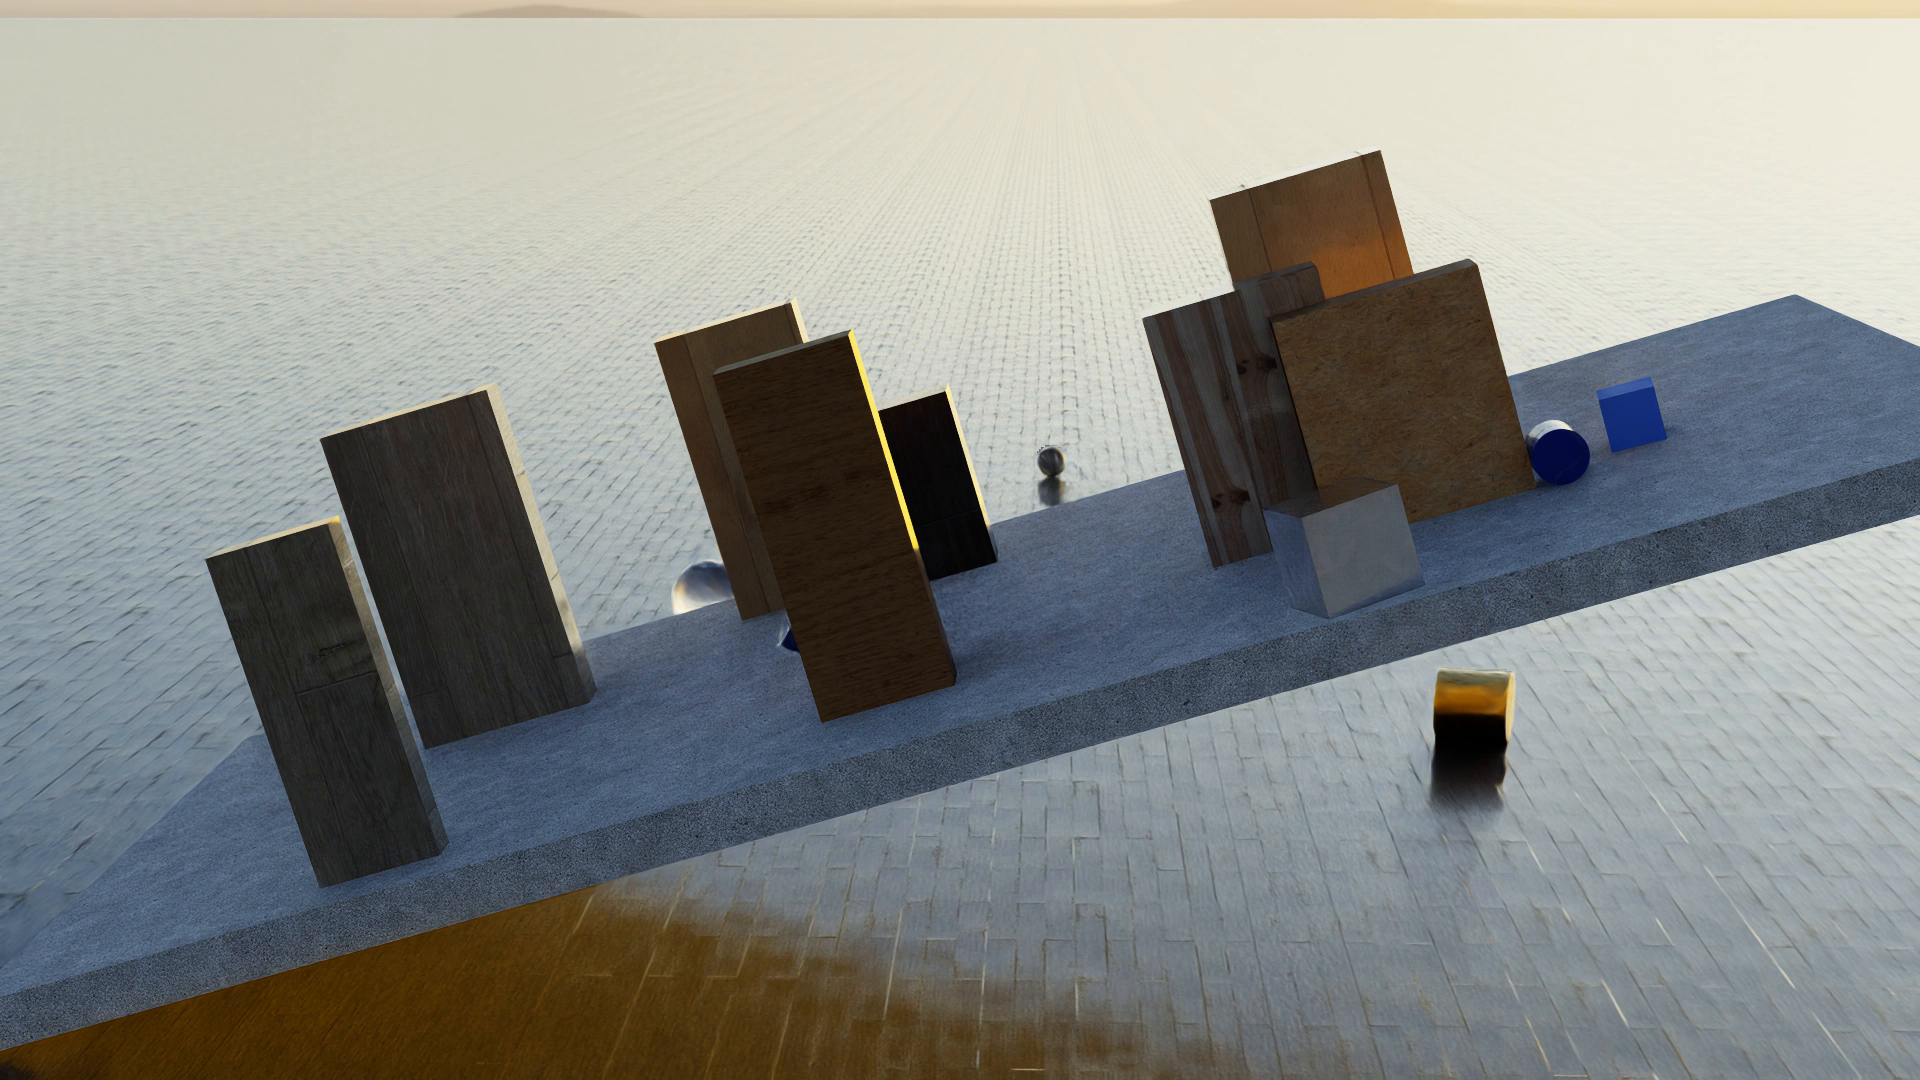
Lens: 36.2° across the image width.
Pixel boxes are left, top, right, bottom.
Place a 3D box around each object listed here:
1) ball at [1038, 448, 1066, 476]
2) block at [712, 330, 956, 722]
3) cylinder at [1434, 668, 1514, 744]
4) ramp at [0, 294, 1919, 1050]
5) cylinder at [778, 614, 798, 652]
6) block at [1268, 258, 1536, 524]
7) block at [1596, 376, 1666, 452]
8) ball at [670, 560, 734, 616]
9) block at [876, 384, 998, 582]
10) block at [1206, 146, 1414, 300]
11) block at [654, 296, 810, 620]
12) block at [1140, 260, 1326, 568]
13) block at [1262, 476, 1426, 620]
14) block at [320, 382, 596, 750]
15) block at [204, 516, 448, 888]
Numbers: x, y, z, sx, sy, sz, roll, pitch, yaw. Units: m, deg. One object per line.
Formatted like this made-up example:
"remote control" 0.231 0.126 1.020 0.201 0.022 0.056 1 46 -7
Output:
"ball" 0.372 -0.316 11.942 0.118 0.118 0.118 0 11 0
"block" -0.238 -0.026 5.679 0.271 0.707 0.106 -16 10 5
"cylinder" 1.363 0.439 7.793 0.189 0.189 0.189 3 11 17
"ramp" 0.091 0.187 6.319 4.000 0.100 2.000 -16 10 5
"cylinder" -0.236 0.153 5.926 0.201 0.201 0.201 21 8 -8
"block" 0.885 -0.277 5.901 0.418 0.465 0.129 -16 10 5
"block" 1.371 -0.256 6.007 0.112 0.112 0.112 -15 10 13
"ball" -0.635 0.150 7.475 0.198 0.198 0.198 0 11 0
"block" -0.103 -0.120 6.829 0.274 0.415 0.143 -16 10 5
"block" 0.814 -0.466 6.398 0.377 0.691 0.144 -16 10 5
"block" -0.455 -0.192 7.000 0.337 0.694 0.123 -16 10 5
"block" 0.620 -0.258 6.032 0.366 0.536 0.141 -16 10 5
"block" 0.702 0.012 5.398 0.195 0.195 0.195 -19 10 -13
"block" -1.119 0.059 6.592 0.390 0.737 0.120 -16 10 5
"block" -1.191 0.307 5.554 0.242 0.664 0.084 -16 10 5
